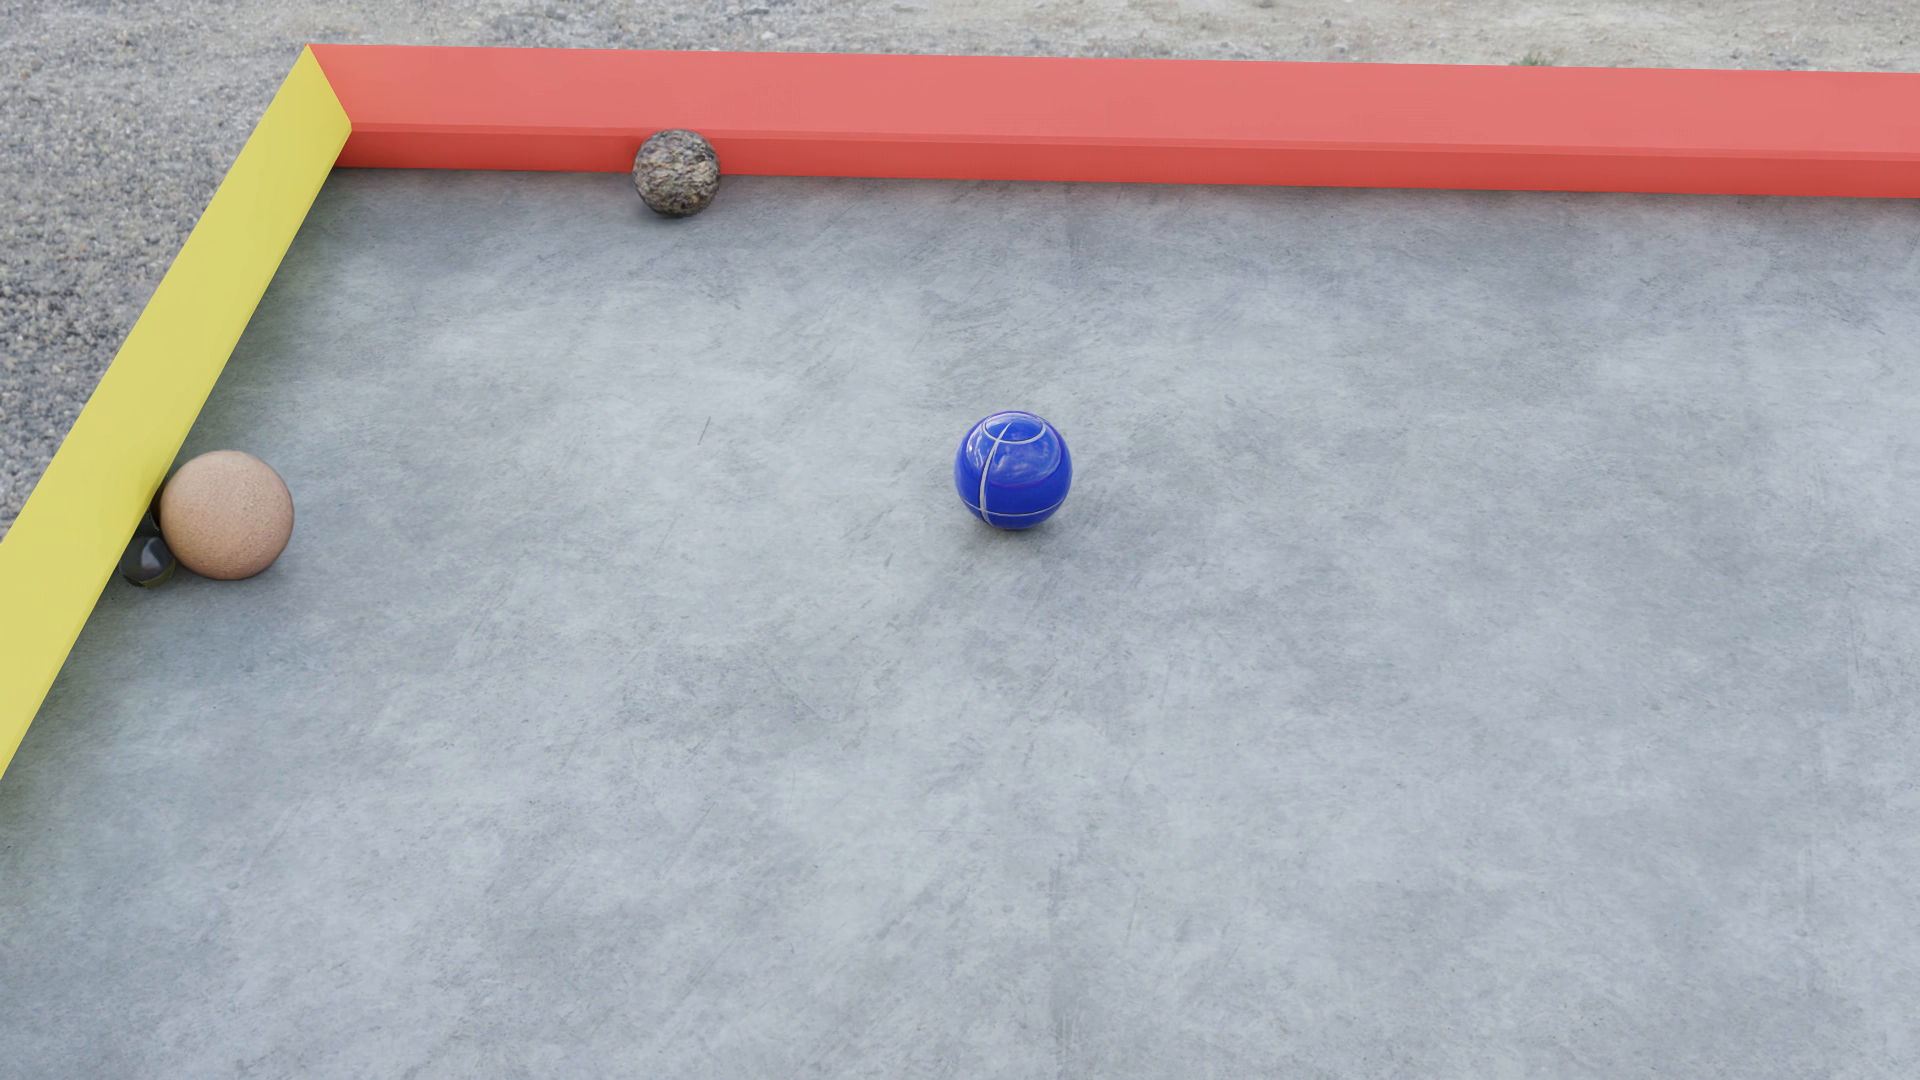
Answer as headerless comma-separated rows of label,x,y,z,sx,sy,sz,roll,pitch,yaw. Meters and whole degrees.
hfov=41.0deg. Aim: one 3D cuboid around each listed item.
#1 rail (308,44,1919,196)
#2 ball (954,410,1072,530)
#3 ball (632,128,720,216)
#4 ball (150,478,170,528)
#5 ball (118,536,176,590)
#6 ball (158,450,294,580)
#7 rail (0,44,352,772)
rail,0.676,-0.372,2.397,2.594,0.126,0.045,1,35,2
ball,0.041,-0.054,1.971,0.092,0.092,0.092,0,35,0
ball,-0.265,-0.343,2.396,0.081,0.081,0.081,0,35,0
ball,-0.597,-0.026,1.969,0.048,0.048,0.048,0,35,0
ball,-0.607,0.017,1.915,0.041,0.041,0.041,0,35,0
ball,-0.547,-0.019,1.916,0.097,0.097,0.097,0,35,0
rail,-0.624,-0.039,1.918,0.045,0.126,1.327,1,35,2
